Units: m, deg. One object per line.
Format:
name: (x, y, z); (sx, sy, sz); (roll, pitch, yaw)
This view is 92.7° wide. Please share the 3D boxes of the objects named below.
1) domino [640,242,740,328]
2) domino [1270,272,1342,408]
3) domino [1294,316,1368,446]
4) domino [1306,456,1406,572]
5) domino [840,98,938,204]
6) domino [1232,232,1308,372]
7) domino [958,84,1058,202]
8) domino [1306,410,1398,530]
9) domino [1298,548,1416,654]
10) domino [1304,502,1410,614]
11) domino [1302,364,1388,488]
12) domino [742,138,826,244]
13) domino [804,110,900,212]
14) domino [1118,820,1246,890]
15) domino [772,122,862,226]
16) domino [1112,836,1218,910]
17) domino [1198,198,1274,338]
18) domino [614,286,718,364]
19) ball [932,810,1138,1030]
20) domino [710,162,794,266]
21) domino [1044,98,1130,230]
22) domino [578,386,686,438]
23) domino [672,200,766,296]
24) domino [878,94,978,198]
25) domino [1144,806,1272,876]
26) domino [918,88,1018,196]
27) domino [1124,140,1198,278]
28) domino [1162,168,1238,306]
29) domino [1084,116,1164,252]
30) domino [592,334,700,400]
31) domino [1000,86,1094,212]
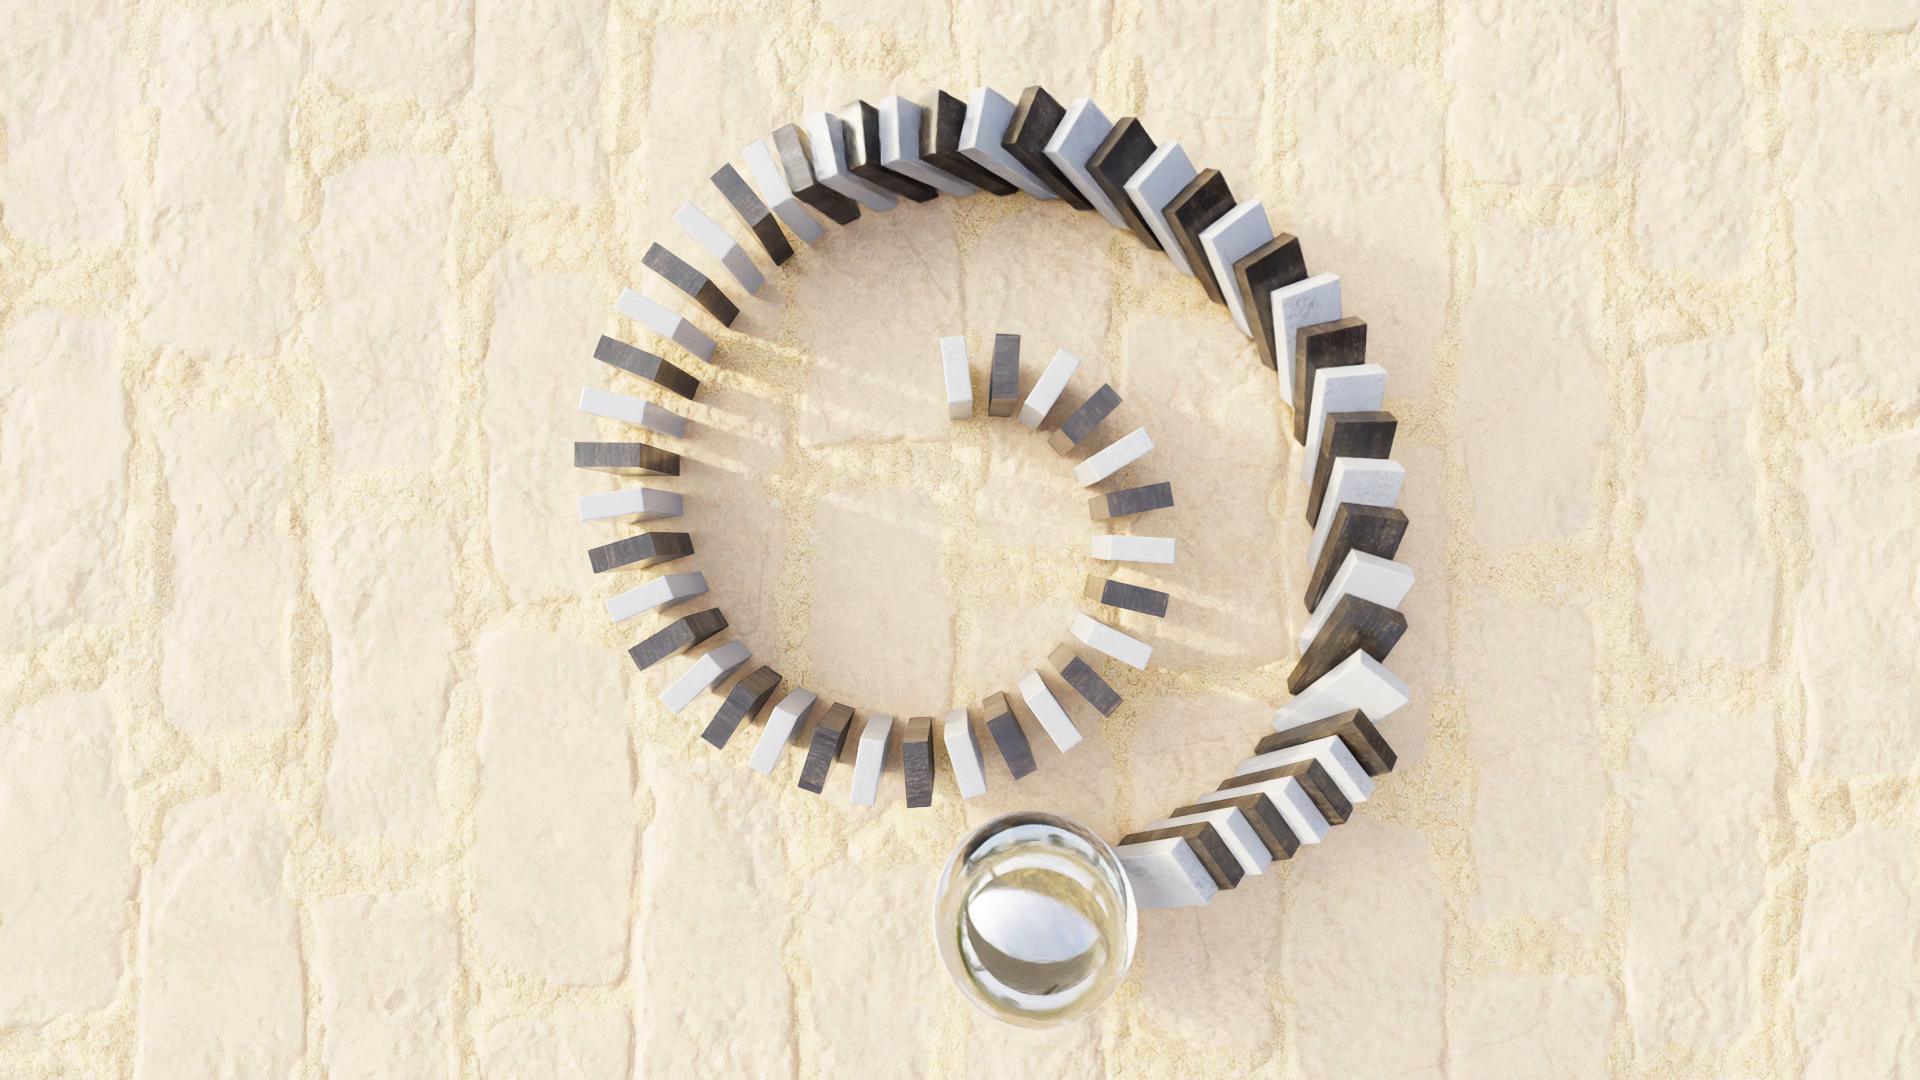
domino: (-0.109, -0.103, 0.375); (0.025, 0.050, 0.010); (34, 90, 0)
domino: (0.146, -0.083, 0.382); (0.025, 0.010, 0.050); (-20, 123, 0)
domino: (0.154, -0.066, 0.382); (0.025, 0.009, 0.050); (-12, 123, 0)
domino: (0.165, -0.010, 0.383); (0.025, 0.010, 0.050); (3, 122, 0)
domino: (-0.028, -0.158, 0.376); (0.009, 0.050, 0.025); (-6, 90, 33)
domino: (0.133, -0.099, 0.382); (0.025, 0.010, 0.050); (-31, 123, 0)
domino: (0.023, -0.163, 0.380); (0.050, 0.010, 0.025); (12, 90, -42)
domino: (0.163, -0.029, 0.383); (0.025, 0.010, 0.050); (-2, 122, 0)
domino: (0.165, 0.030, 0.383); (0.025, 0.010, 0.050); (17, 122, 0)
domino: (0.165, 0.009, 0.383); (0.025, 0.010, 0.050); (7, 122, 0)
domino: (0.160, -0.047, 0.383); (0.025, 0.009, 0.050); (-6, 122, 0)
domino: (-0.071, -0.141, 0.375); (0.010, 0.050, 0.025); (-27, 90, 7)
domino: (-0.043, -0.154, 0.375); (0.009, 0.050, 0.025); (-12, 90, 25)
domino: (0.089, 0.132, 0.378); (0.009, 0.050, 0.025); (-36, 90, -39)
domino: (-0.058, -0.148, 0.375); (0.009, 0.050, 0.025); (-18, 90, 16)
domino: (0.079, 0.138, 0.378); (0.009, 0.050, 0.025); (-35, 90, -39)
domino: (0.121, -0.113, 0.382); (0.025, 0.010, 0.050); (-37, 123, 0)
domino: (-0.119, -0.087, 0.375); (0.025, 0.050, 0.009); (28, 90, 0)
ball: (0.029, 0.148, 0.360); (0.080, 0.080, 0.080); (0, 90, 0)
domino: (-0.084, -0.132, 0.375); (0.009, 0.050, 0.025); (-40, 90, 0)
domino: (0.059, -0.156, 0.381); (0.050, 0.010, 0.025); (31, 90, -37)
domino: (-0.133, -0.052, 0.375); (0.025, 0.050, 0.009); (13, 90, 0)
domino: (-0.097, -0.118, 0.375); (0.025, 0.050, 0.009); (41, 90, 0)
domino: (-0.012, -0.161, 0.378); (0.009, 0.050, 0.025); (-3, 90, 39)
domino: (0.100, 0.126, 0.378); (0.009, 0.050, 0.025); (-36, 90, -39)
domino: (0.005, -0.163, 0.379); (0.010, 0.050, 0.025); (3, 90, 44)
domino: (0.092, -0.137, 0.382); (0.025, 0.010, 0.050); (-48, 125, 0)
domino: (0.107, -0.126, 0.382); (0.025, 0.009, 0.050); (-43, 124, 0)
domino: (0.076, -0.147, 0.382); (0.050, 0.010, 0.025); (37, 90, -36)
domino: (-0.127, -0.070, 0.375); (0.025, 0.050, 0.009); (22, 90, 0)
domino: (0.041, -0.161, 0.380); (0.050, 0.010, 0.025); (23, 90, -40)
